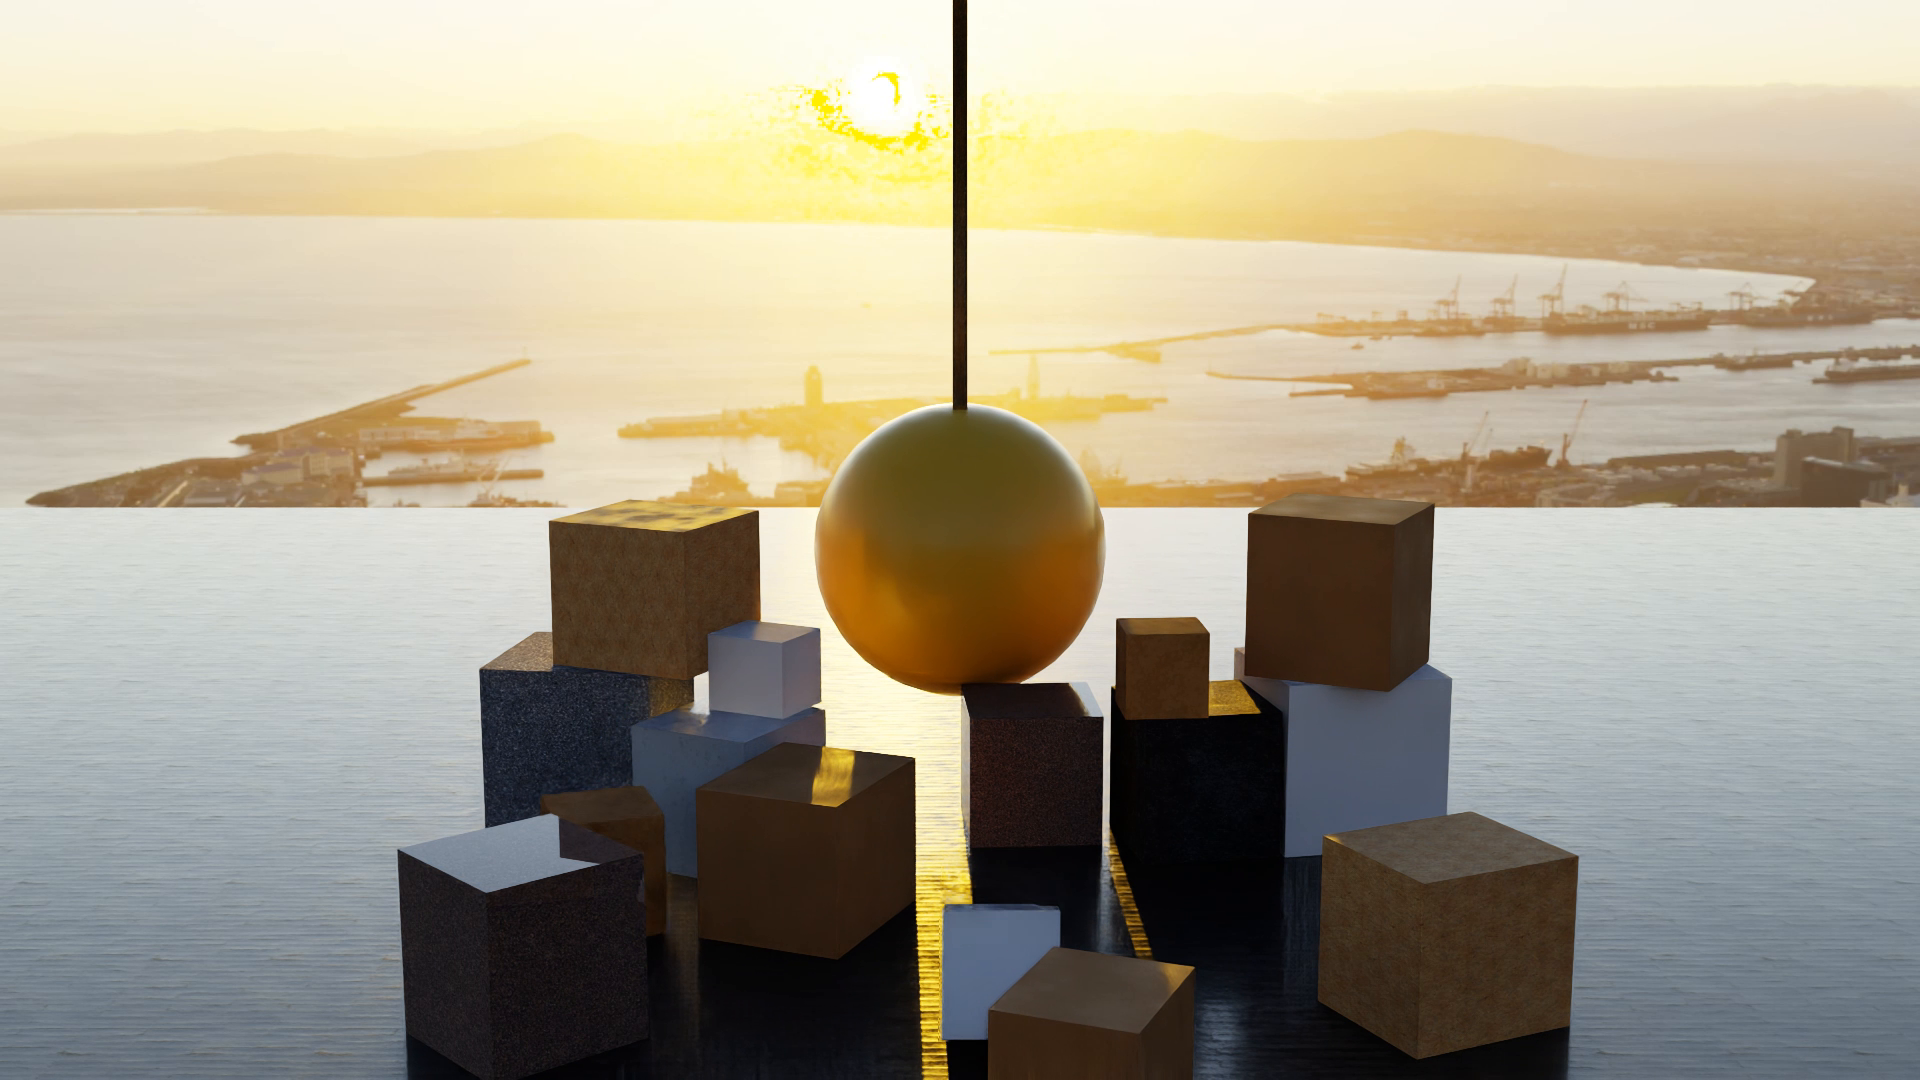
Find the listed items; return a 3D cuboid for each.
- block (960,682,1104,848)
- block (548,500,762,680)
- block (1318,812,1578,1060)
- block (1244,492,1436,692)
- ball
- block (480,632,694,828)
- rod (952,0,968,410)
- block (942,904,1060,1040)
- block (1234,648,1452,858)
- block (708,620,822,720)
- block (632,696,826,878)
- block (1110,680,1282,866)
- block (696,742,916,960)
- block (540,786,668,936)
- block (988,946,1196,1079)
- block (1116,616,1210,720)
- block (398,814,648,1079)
[{"bbox_3d":[0.361,1.151,11.366,0.671,0.669,0.706,-1,10,-4],"label":"block"},{"bbox_3d":[-1.538,0.235,11.166,0.787,0.734,0.726,5,11,25],"label":"block"},{"bbox_3d":[1.965,1.578,8.900,0.759,0.711,0.661,-5,11,-25],"label":"block"},{"bbox_3d":[1.910,0.244,11.045,0.738,0.821,0.721,5,12,27],"label":"block"},{"bbox_3d":[0.000,0.051,12.000,1.600,1.600,1.600,0,10,0],"label":"ball"},{"bbox_3d":[-1.910,1.023,11.412,0.867,0.904,0.865,1,10,8],"label":"block"},{"bbox_3d":[0.000,-3.184,10.953,0.080,5.200,0.080,0,18,0],"label":"rod"},{"bbox_3d":[0.161,1.683,8.606,0.450,0.486,0.486,0,-7,1],"label":"block"},{"bbox_3d":[1.944,1.055,11.324,0.849,0.873,0.854,-2,11,-11],"label":"block"},{"bbox_3d":[-0.973,0.642,10.983,0.430,0.382,0.374,5,12,26],"label":"block"},{"bbox_3d":[-1.130,1.219,10.868,0.657,0.713,0.723,6,12,28],"label":"block"},{"bbox_3d":[1.179,1.161,11.108,0.692,0.742,0.674,-2,10,-11],"label":"block"},{"bbox_3d":[-0.685,1.390,9.997,0.688,0.688,0.839,4,11,23],"label":"block"},{"bbox_3d":[-1.612,1.463,9.939,0.472,0.555,0.460,-4,12,-20],"label":"block"},{"bbox_3d":[0.461,1.851,7.613,0.530,0.634,0.635,4,11,22],"label":"block"},{"bbox_3d":[0.991,0.626,10.799,0.405,0.421,0.374,-1,10,-4],"label":"block"},{"bbox_3d":[-1.721,1.592,8.675,0.694,0.763,0.689,-9,14,-41],"label":"block"}]
